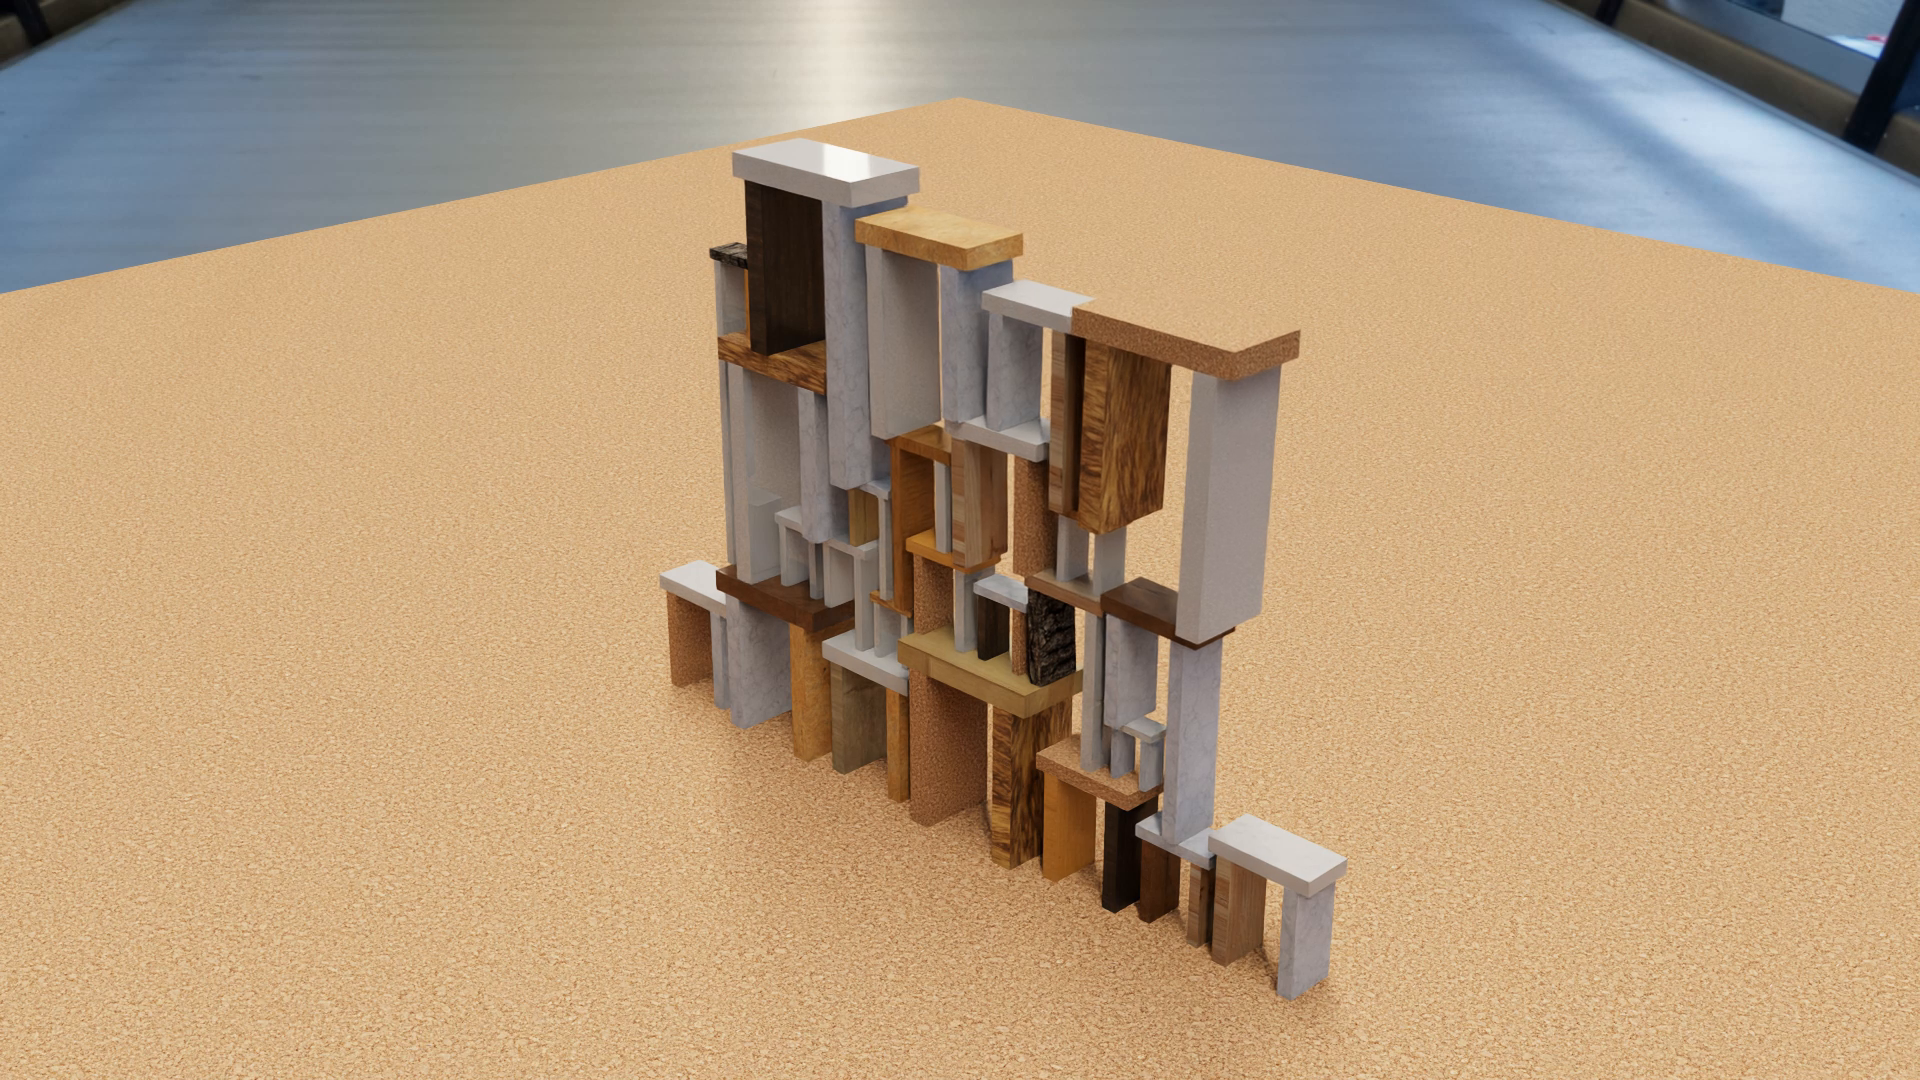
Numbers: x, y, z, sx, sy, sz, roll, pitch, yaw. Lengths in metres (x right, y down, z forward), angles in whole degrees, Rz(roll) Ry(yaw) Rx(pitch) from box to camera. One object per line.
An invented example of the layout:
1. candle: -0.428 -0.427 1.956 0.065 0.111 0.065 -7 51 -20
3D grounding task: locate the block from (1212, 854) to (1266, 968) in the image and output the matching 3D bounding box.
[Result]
1. block: 0.504 0.647 3.954 0.031 0.220 0.110 21 31 41

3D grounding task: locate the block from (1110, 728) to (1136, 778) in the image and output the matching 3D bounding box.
1. block: 0.301 0.384 4.055 0.052 0.103 0.015 -21 31 -40

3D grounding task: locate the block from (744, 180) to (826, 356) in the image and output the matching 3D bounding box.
1. block: -0.338 -0.554 4.358 0.049 0.347 0.173 21 31 41

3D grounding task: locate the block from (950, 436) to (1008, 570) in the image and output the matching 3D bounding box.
1. block: 0.037 -0.084 4.128 0.033 0.257 0.116 20 30 41

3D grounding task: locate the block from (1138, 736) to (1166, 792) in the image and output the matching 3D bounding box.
1. block: 0.350 0.403 4.010 0.052 0.104 0.015 -21 31 -40

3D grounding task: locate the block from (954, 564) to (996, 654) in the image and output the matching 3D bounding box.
1. block: 0.029 0.125 4.247 0.086 0.172 0.024 -21 31 -40

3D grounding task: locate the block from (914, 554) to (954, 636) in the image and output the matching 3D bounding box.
1. block: -0.051 0.093 4.322 0.024 0.172 0.086 21 31 40

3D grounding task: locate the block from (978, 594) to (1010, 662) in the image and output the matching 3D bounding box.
1. block: 0.065 0.159 4.215 0.019 0.135 0.067 21 31 41

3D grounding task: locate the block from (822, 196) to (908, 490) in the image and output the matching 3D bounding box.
1. block: -0.177 -0.388 4.250 0.173 0.567 0.049 -21 31 -40

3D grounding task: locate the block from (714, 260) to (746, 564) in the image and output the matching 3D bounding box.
1. block: -0.468 -0.268 4.620 0.072 0.672 0.020 -21 31 -41

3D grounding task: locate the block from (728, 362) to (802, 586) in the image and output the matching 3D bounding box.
1. block: -0.398 -0.156 4.597 0.046 0.482 0.162 21 31 41

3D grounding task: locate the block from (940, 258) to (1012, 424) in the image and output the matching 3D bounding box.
1. block: 0.032 -0.373 4.023 0.041 0.292 0.146 20 30 41

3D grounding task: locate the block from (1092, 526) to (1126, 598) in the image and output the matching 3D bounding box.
1. block: 0.269 0.032 3.952 0.019 0.131 0.066 22 31 40

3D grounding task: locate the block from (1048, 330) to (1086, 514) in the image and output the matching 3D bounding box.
1. block: 0.209 -0.221 3.898 0.031 0.336 0.111 21 31 40

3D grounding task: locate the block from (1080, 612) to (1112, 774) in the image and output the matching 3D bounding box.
1. block: 0.269 0.267 4.050 0.097 0.323 0.027 -21 32 -41

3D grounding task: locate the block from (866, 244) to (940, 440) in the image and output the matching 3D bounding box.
1. block: -0.106 -0.389 4.166 0.146 0.375 0.041 -22 31 -40

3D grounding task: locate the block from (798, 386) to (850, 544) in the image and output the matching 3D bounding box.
1. block: -0.245 -0.169 4.426 0.162 0.323 0.046 -21 31 -41

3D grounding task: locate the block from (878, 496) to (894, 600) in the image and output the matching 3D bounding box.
1. block: -0.130 0.009 4.368 0.065 0.220 0.018 -21 31 -40

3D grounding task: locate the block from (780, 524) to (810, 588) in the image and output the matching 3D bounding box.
1. block: -0.345 0.023 4.617 0.020 0.139 0.069 21 31 41

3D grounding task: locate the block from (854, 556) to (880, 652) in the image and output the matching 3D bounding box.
1. block: -0.182 0.121 4.472 0.070 0.207 0.020 -21 31 -41

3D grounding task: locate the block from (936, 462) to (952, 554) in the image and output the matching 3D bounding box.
1. block: -0.006 -0.072 4.197 0.026 0.181 0.090 21 31 40

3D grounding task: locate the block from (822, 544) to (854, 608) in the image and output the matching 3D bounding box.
1. block: -0.248 0.064 4.519 0.070 0.139 0.020 -21 31 -41

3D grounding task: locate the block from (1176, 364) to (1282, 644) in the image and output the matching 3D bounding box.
1. block: 0.452 -0.073 3.710 0.049 0.481 0.174 23 32 40

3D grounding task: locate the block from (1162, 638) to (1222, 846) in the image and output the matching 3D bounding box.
1. block: 0.414 0.348 3.925 0.031 0.402 0.109 21 31 40

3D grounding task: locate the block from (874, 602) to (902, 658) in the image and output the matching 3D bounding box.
1. block: -0.147 0.174 4.458 0.060 0.120 0.017 -21 31 -40

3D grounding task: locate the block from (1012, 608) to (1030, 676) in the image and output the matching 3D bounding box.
1. block: 0.129 0.183 4.156 0.067 0.135 0.019 -21 31 -41

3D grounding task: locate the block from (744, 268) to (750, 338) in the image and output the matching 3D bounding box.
1. block: -0.400 -0.485 4.454 0.020 0.144 0.072 21 31 41

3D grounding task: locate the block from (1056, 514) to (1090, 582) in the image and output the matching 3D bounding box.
1. block: 0.207 0.006 4.010 0.066 0.131 0.019 -21 32 -40

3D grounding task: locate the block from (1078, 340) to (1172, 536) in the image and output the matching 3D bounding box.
1. block: 0.289 -0.198 3.833 0.049 0.348 0.174 23 32 39

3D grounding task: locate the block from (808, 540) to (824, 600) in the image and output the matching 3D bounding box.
1. block: -0.280 0.048 4.556 0.020 0.139 0.069 21 31 41

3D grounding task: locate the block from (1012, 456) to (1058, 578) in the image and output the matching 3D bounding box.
1. block: 0.150 -0.058 4.030 0.033 0.232 0.116 21 31 40

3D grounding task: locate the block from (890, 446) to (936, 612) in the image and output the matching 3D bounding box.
1. block: -0.090 -0.033 4.312 0.090 0.342 0.026 -21 30 -40

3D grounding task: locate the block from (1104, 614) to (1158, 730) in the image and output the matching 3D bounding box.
1. block: 0.311 0.223 3.984 0.109 0.219 0.031 -21 31 -40

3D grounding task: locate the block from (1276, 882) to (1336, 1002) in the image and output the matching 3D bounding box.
1. block: 0.608 0.688 3.858 0.031 0.220 0.110 21 31 41

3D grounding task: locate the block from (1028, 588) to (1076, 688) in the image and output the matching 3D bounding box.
1. block: 0.173 0.168 4.115 0.097 0.194 0.027 -21 28 -40

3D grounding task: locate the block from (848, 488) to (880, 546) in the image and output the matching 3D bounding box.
1. block: -0.192 -0.057 4.408 0.018 0.130 0.065 21 31 41

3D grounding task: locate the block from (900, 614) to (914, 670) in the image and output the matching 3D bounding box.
1. block: -0.090 0.196 4.406 0.060 0.120 0.017 -21 31 -40

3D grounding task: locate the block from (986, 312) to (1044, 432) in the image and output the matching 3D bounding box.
1. block: 0.100 -0.316 3.974 0.031 0.221 0.111 23 32 39
